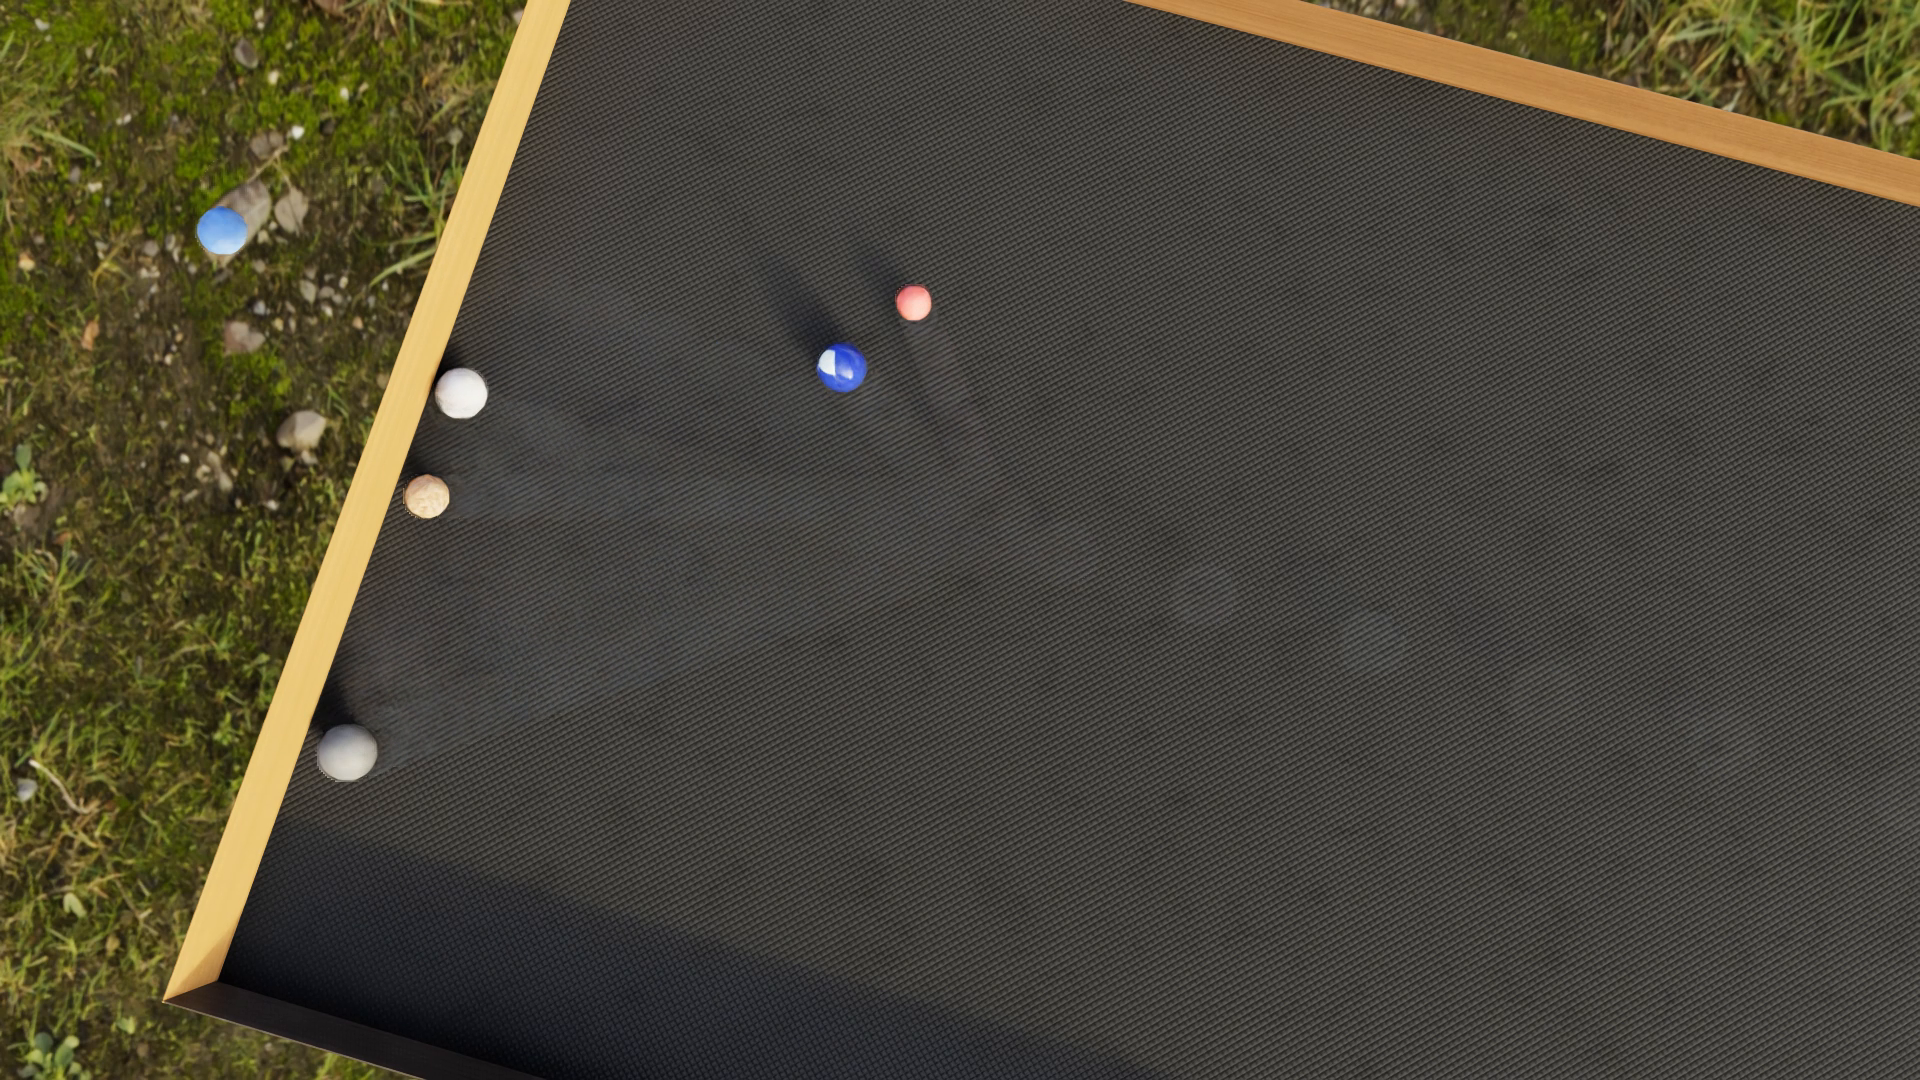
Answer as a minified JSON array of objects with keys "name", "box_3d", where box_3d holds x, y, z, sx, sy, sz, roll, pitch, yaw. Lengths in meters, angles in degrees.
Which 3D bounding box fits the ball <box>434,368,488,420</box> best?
[{"name":"ball","box_3d":[-0.768,-0.225,3.382,0.079,0.079,0.079,0,76,0]}]

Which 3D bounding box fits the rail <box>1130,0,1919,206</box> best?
[{"name":"rail","box_3d":[1.116,-0.651,3.468,3.559,0.114,0.045,16,77,4]}]

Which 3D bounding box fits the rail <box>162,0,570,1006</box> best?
[{"name":"rail","box_3d":[-0.833,-0.237,3.366,0.045,0.114,1.941,16,77,4]}]

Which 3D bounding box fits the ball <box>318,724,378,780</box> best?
[{"name":"ball","box_3d":[-0.904,0.313,3.246,0.085,0.085,0.085,0,76,0]}]

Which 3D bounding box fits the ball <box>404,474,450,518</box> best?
[{"name":"ball","box_3d":[-0.811,-0.066,3.349,0.066,0.066,0.066,0,76,0]}]

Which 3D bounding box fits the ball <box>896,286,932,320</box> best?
[{"name":"ball","box_3d":[-0.072,-0.370,3.430,0.055,0.055,0.055,0,76,0]}]

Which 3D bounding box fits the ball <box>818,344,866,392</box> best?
[{"name":"ball","box_3d":[-0.182,-0.266,3.394,0.076,0.076,0.076,0,76,0]}]

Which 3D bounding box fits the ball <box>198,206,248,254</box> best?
[{"name":"ball","box_3d":[-1.352,-0.567,4.031,0.088,0.088,0.088,0,76,0]}]

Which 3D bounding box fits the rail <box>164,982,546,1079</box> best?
[{"name":"rail","box_3d":[0.595,1.116,3.032,3.559,0.114,0.045,16,77,4]}]
